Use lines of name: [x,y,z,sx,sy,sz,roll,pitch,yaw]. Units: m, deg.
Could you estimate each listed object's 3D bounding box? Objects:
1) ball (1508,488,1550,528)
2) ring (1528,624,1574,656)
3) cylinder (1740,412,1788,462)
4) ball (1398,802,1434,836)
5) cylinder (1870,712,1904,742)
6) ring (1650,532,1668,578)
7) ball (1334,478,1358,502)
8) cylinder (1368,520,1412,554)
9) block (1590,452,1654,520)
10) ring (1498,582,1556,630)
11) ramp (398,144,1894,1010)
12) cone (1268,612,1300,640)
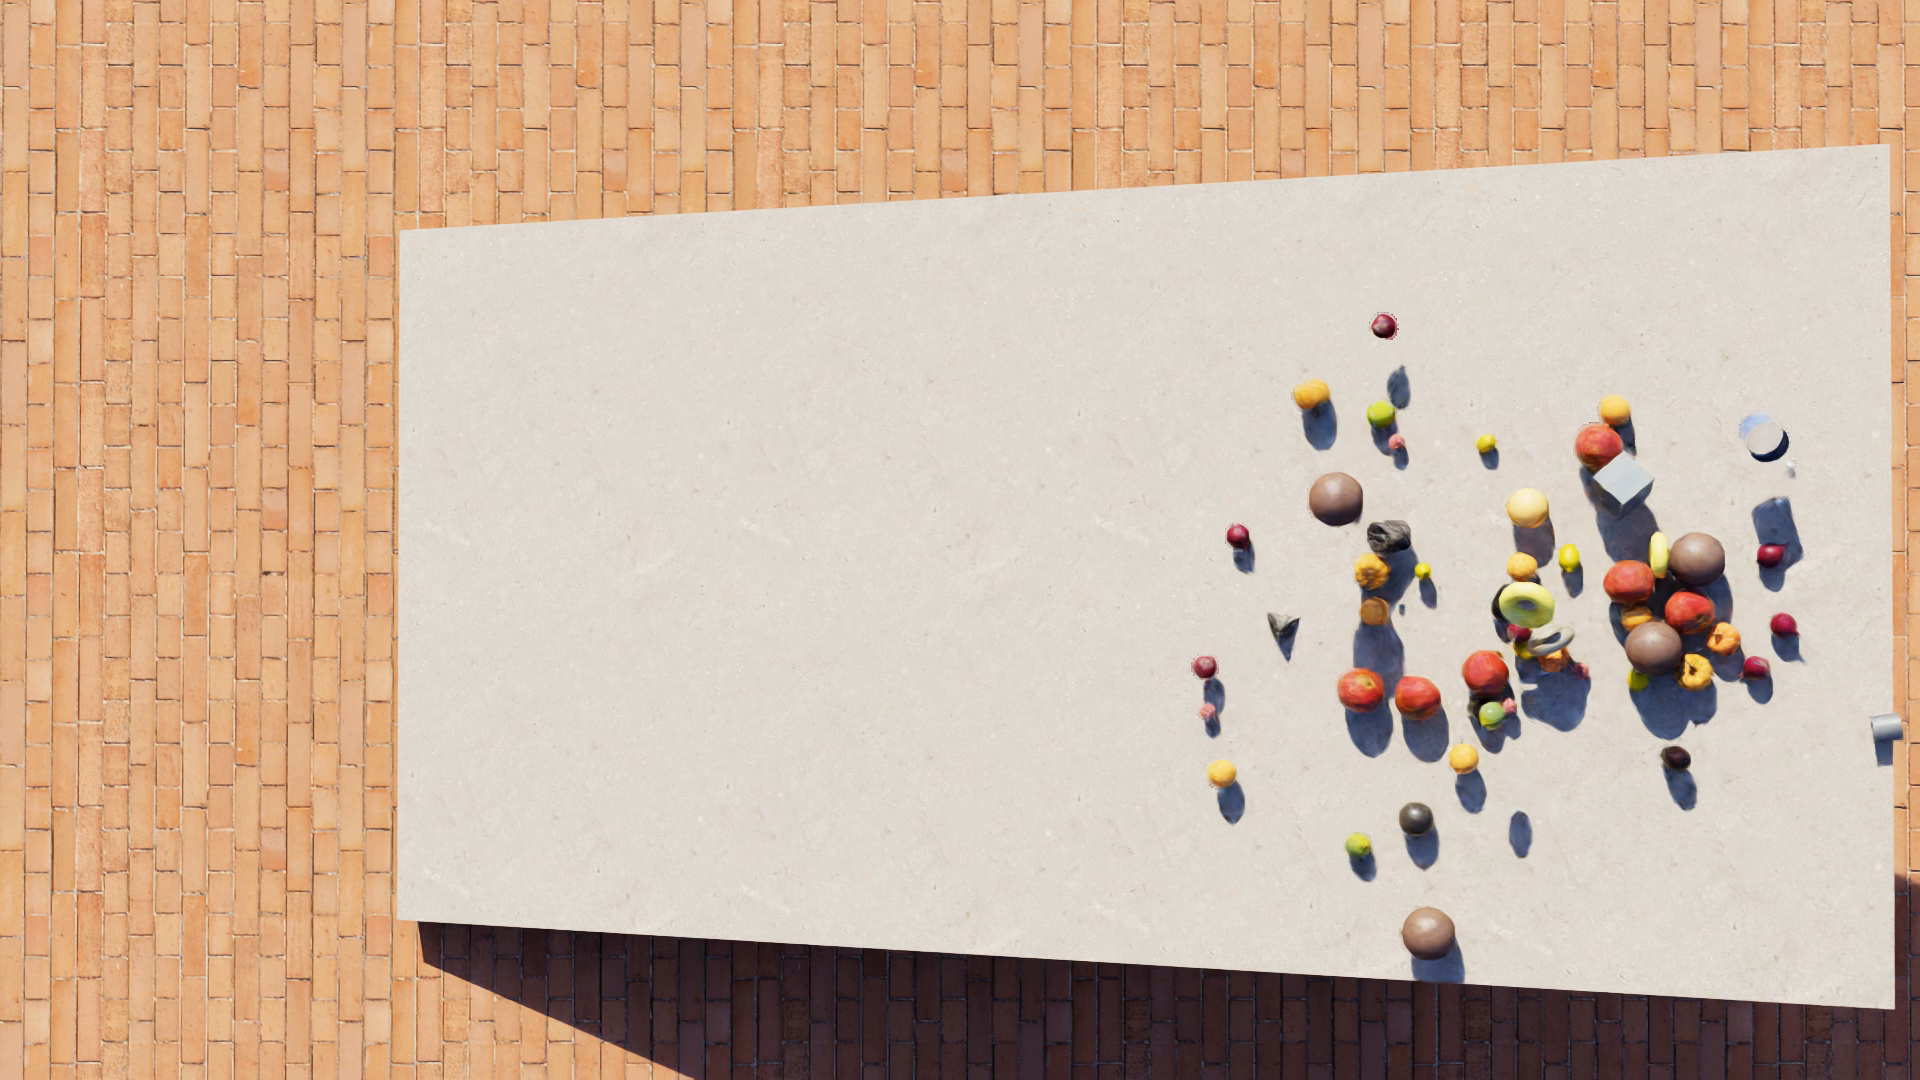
ball: [1.369,-0.076,5.300,0.098,0.098,0.098,0,89,0]
ring: [1.405,0.238,5.230,0.120,0.120,0.040,-26,95,0]
cylinder: [1.835,-0.234,5.019,0.088,0.088,0.088,1,115,3]
ball: [1.117,0.683,5.383,0.087,0.087,0.087,0,89,0]
cylinder: [2.129,0.431,5.052,0.061,0.061,0.061,-10,89,19]
ring: [1.652,0.037,5.196,0.037,0.110,0.110,-2,89,13]
ball: [0.960,-0.124,5.461,0.060,0.060,0.060,0,89,0]
cylinder: [1.054,-0.009,5.400,0.077,0.077,0.077,-7,89,-22]
block: [1.564,-0.128,5.197,0.098,0.098,0.098,-39,66,-5]
ring: [1.331,0.154,5.160,0.132,0.132,0.044,32,47,0]
ramp: [0.278,0.091,5.777,4.000,0.100,2.000,0,89,19]
cone: [0.822,0.205,5.519,0.074,0.074,0.074,-17,89,-9]
